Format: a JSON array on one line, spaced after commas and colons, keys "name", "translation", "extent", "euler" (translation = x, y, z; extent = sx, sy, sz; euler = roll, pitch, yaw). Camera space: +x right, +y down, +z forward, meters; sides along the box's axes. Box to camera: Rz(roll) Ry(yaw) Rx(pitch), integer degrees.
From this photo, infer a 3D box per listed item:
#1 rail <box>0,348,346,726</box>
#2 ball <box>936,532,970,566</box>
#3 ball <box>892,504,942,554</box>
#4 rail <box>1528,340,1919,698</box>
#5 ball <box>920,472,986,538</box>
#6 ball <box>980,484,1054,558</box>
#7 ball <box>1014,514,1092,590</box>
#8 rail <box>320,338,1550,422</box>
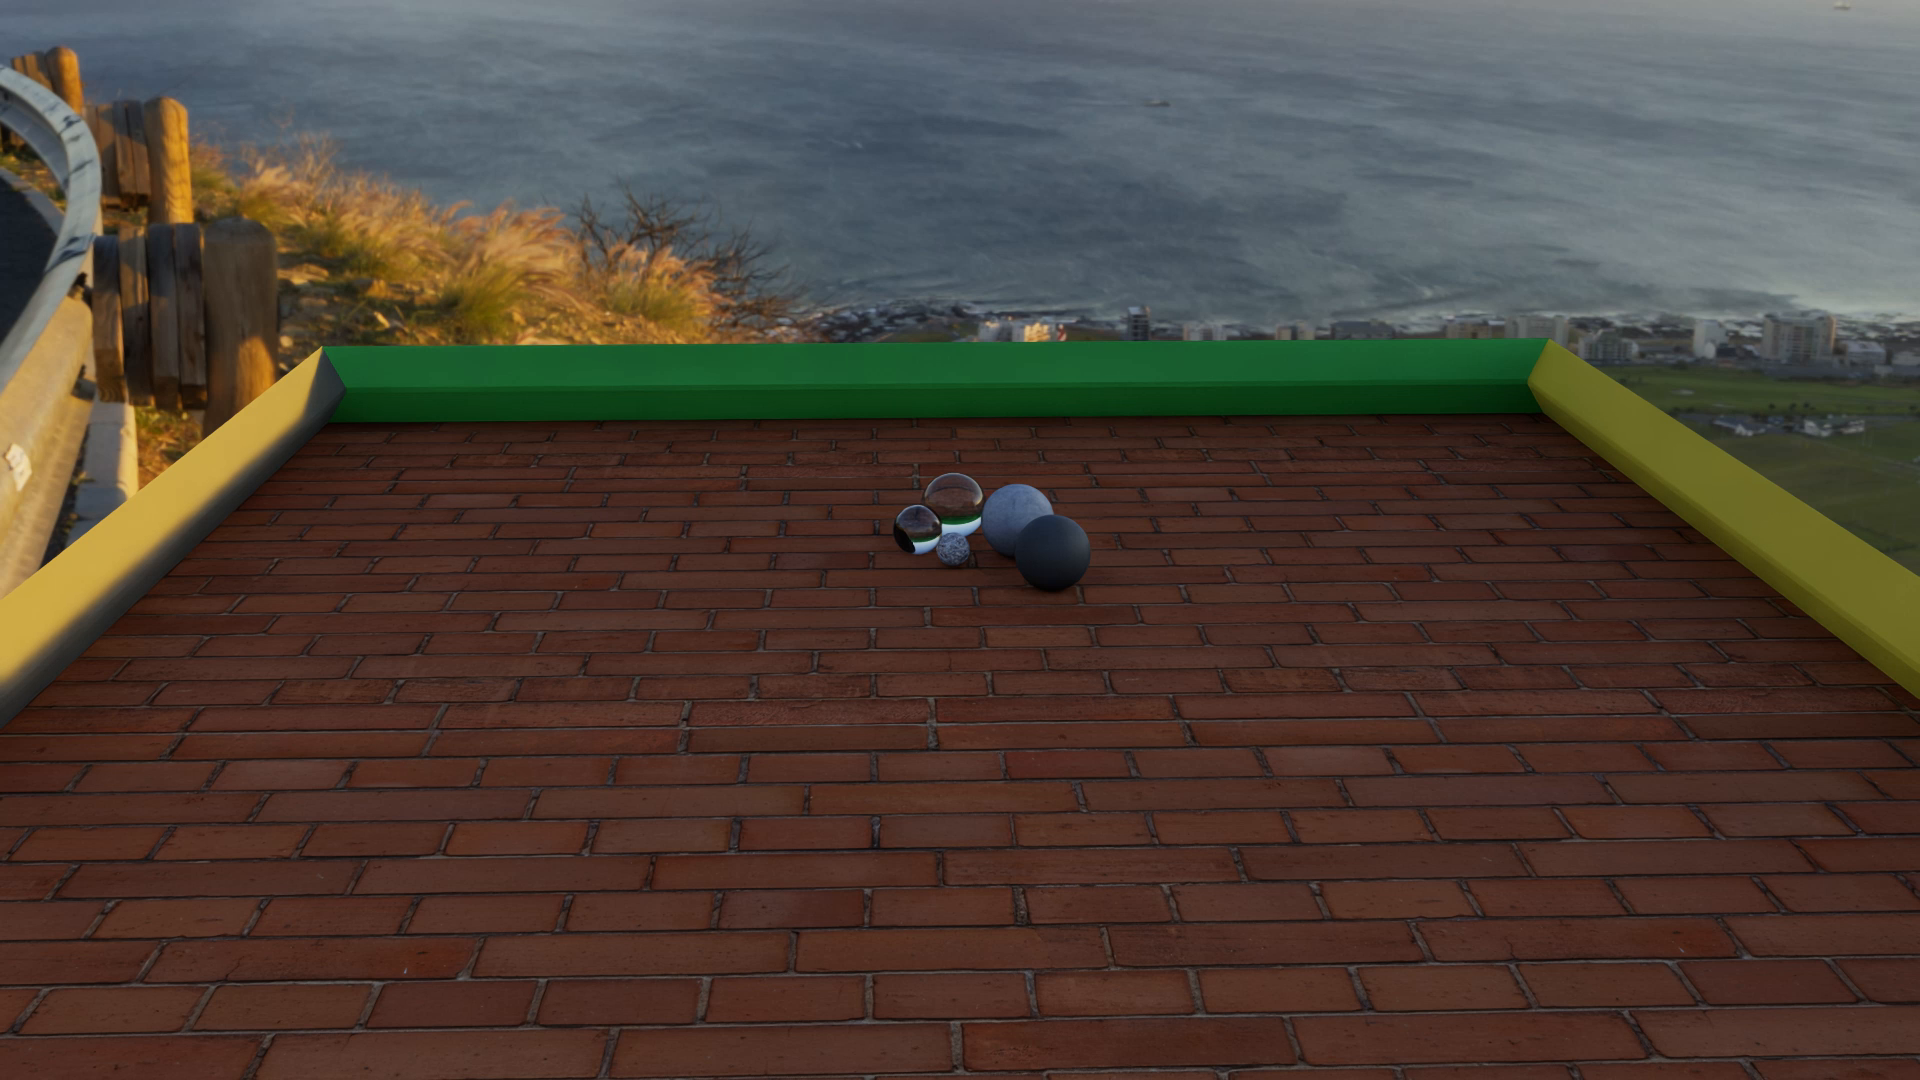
[{"name": "rail", "translation": [-0.928, 0.221, 1.873], "extent": [0.045, 0.121, 3.382], "euler": [-1, 16, -2]}, {"name": "ball", "translation": [-0.008, 0.011, 2.746], "extent": [0.042, 0.042, 0.042], "euler": [0, 16, 0]}, {"name": "ball", "translation": [-0.054, -0.013, 2.790], "extent": [0.064, 0.064, 0.064], "euler": [0, 16, 0]}, {"name": "rail", "translation": [0.988, 0.202, 1.938], "extent": [0.045, 0.121, 3.382], "euler": [-1, 16, -2]}, {"name": "ball", "translation": [-0.008, -0.044, 2.858], "extent": [0.086, 0.086, 0.086], "euler": [0, 16, 0]}, {"name": "ball", "translation": [0.073, -0.024, 2.777], "extent": [0.093, 0.093, 0.093], "euler": [0, 16, 0]}, {"name": "ball", "translation": [0.111, 0.015, 2.642], "extent": [0.092, 0.092, 0.092], "euler": [0, 16, 0]}, {"name": "rail", "translation": [-0.029, -0.251, 3.507], "extent": [1.965, 0.121, 0.045], "euler": [-1, 16, -2]}]
